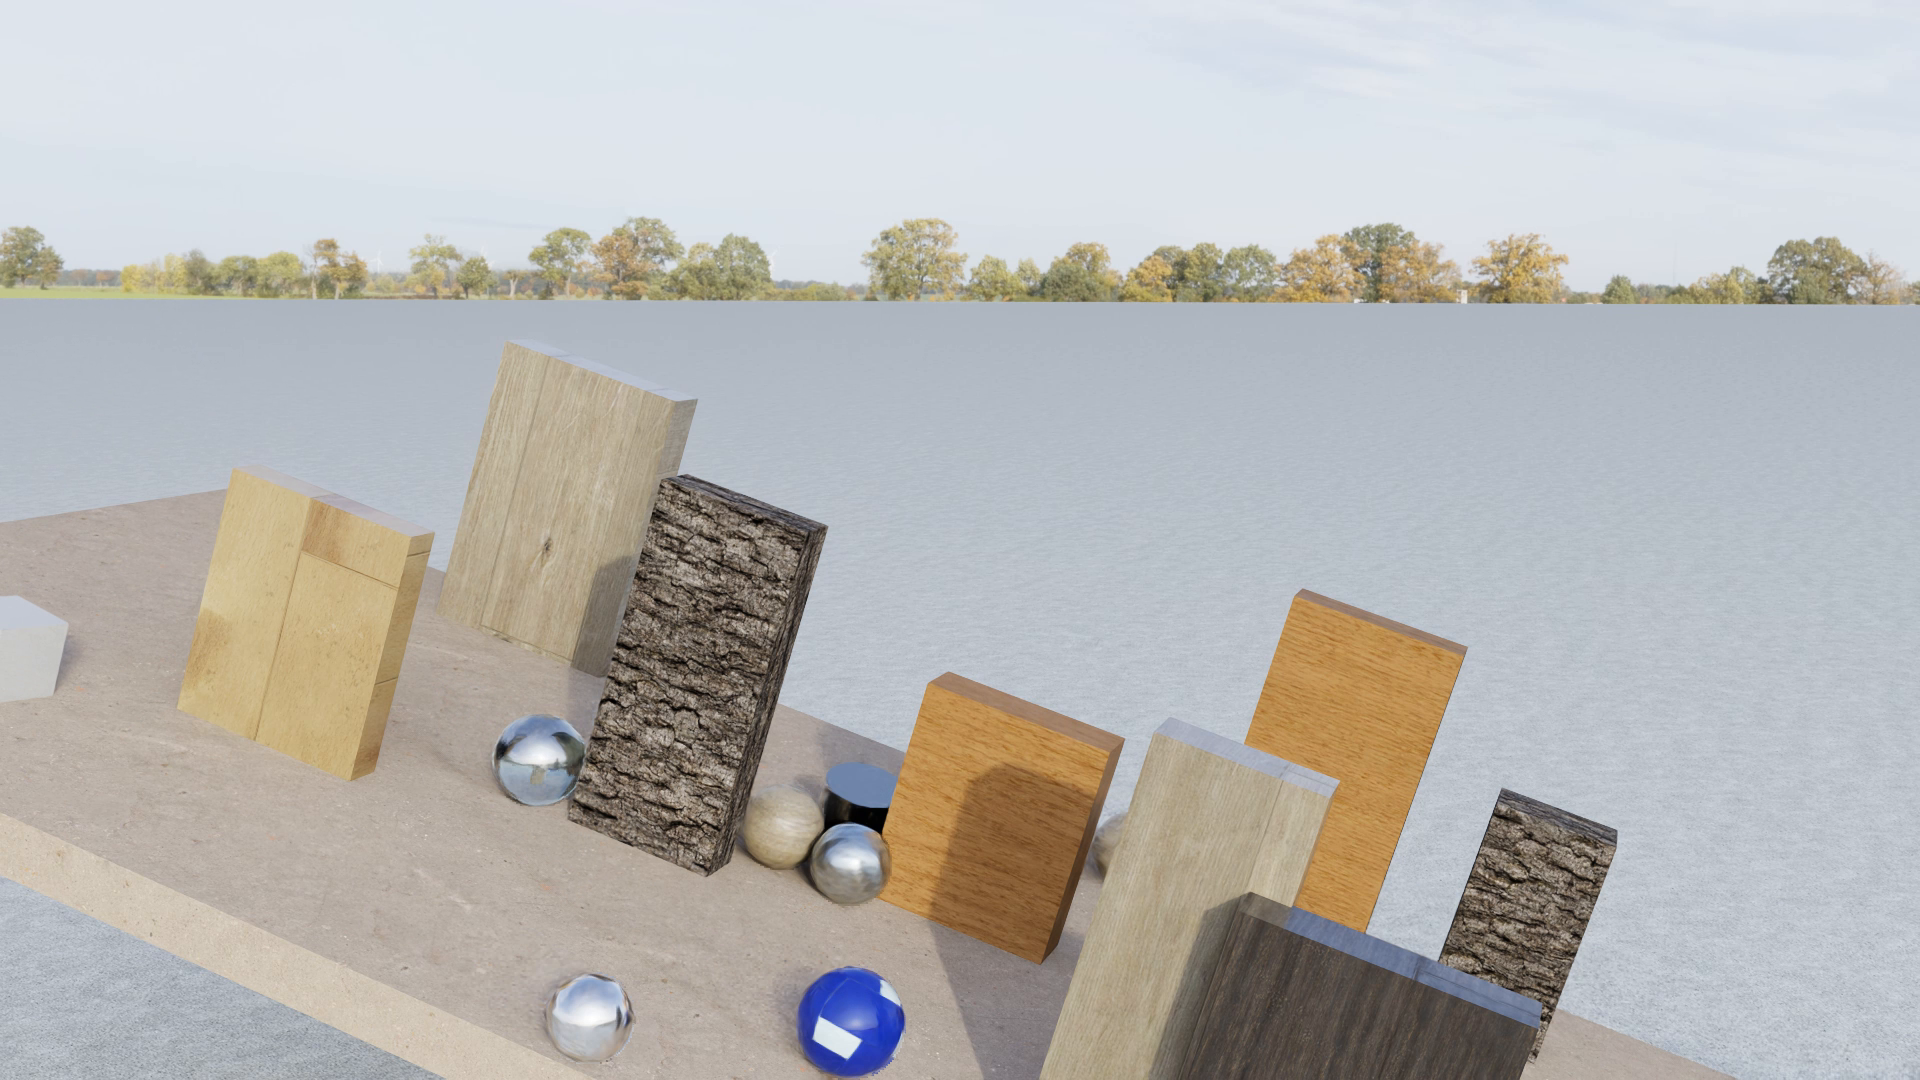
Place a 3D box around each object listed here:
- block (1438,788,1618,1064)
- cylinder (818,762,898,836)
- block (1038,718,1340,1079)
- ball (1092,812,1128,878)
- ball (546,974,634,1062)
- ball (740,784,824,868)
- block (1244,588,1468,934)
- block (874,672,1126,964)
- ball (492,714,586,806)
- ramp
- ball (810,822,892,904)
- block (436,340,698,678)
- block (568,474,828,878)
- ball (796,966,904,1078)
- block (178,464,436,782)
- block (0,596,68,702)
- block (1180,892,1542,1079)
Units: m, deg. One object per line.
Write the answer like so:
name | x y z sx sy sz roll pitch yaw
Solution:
block | 1.138 0.784 4.487 0.243 0.481 0.148 20 12 14
cylinder | -0.205 0.554 4.361 0.162 0.162 0.162 13 24 -6
block | 0.325 0.656 3.338 0.273 0.716 0.115 20 12 14
ball | 0.366 0.666 4.726 0.164 0.164 0.164 0 7 0
ball | -0.552 0.713 3.280 0.130 0.130 0.130 0 7 0
ball | -0.342 0.553 4.247 0.161 0.161 0.161 0 7 0
block | 0.687 0.527 4.256 0.332 0.795 0.108 20 12 14
block | 0.065 0.531 4.234 0.372 0.440 0.131 20 12 14
ball | -0.799 0.417 4.178 0.175 0.175 0.175 0 7 0
ramp | -0.362 0.690 4.229 4.000 0.100 2.000 20 12 14
ball | -0.208 0.613 4.173 0.154 0.154 0.154 0 7 0
block | -0.914 -0.076 5.094 0.441 0.670 0.123 20 12 14
block | -0.494 0.252 4.124 0.298 0.686 0.115 20 12 14
ball | -0.173 0.763 3.481 0.173 0.173 0.173 0 7 0
block | -1.217 0.151 4.080 0.385 0.480 0.082 20 12 14
block | -1.731 0.197 3.973 0.142 0.142 0.142 23 13 25
block | 0.536 0.847 3.188 0.439 0.540 0.115 20 12 14
